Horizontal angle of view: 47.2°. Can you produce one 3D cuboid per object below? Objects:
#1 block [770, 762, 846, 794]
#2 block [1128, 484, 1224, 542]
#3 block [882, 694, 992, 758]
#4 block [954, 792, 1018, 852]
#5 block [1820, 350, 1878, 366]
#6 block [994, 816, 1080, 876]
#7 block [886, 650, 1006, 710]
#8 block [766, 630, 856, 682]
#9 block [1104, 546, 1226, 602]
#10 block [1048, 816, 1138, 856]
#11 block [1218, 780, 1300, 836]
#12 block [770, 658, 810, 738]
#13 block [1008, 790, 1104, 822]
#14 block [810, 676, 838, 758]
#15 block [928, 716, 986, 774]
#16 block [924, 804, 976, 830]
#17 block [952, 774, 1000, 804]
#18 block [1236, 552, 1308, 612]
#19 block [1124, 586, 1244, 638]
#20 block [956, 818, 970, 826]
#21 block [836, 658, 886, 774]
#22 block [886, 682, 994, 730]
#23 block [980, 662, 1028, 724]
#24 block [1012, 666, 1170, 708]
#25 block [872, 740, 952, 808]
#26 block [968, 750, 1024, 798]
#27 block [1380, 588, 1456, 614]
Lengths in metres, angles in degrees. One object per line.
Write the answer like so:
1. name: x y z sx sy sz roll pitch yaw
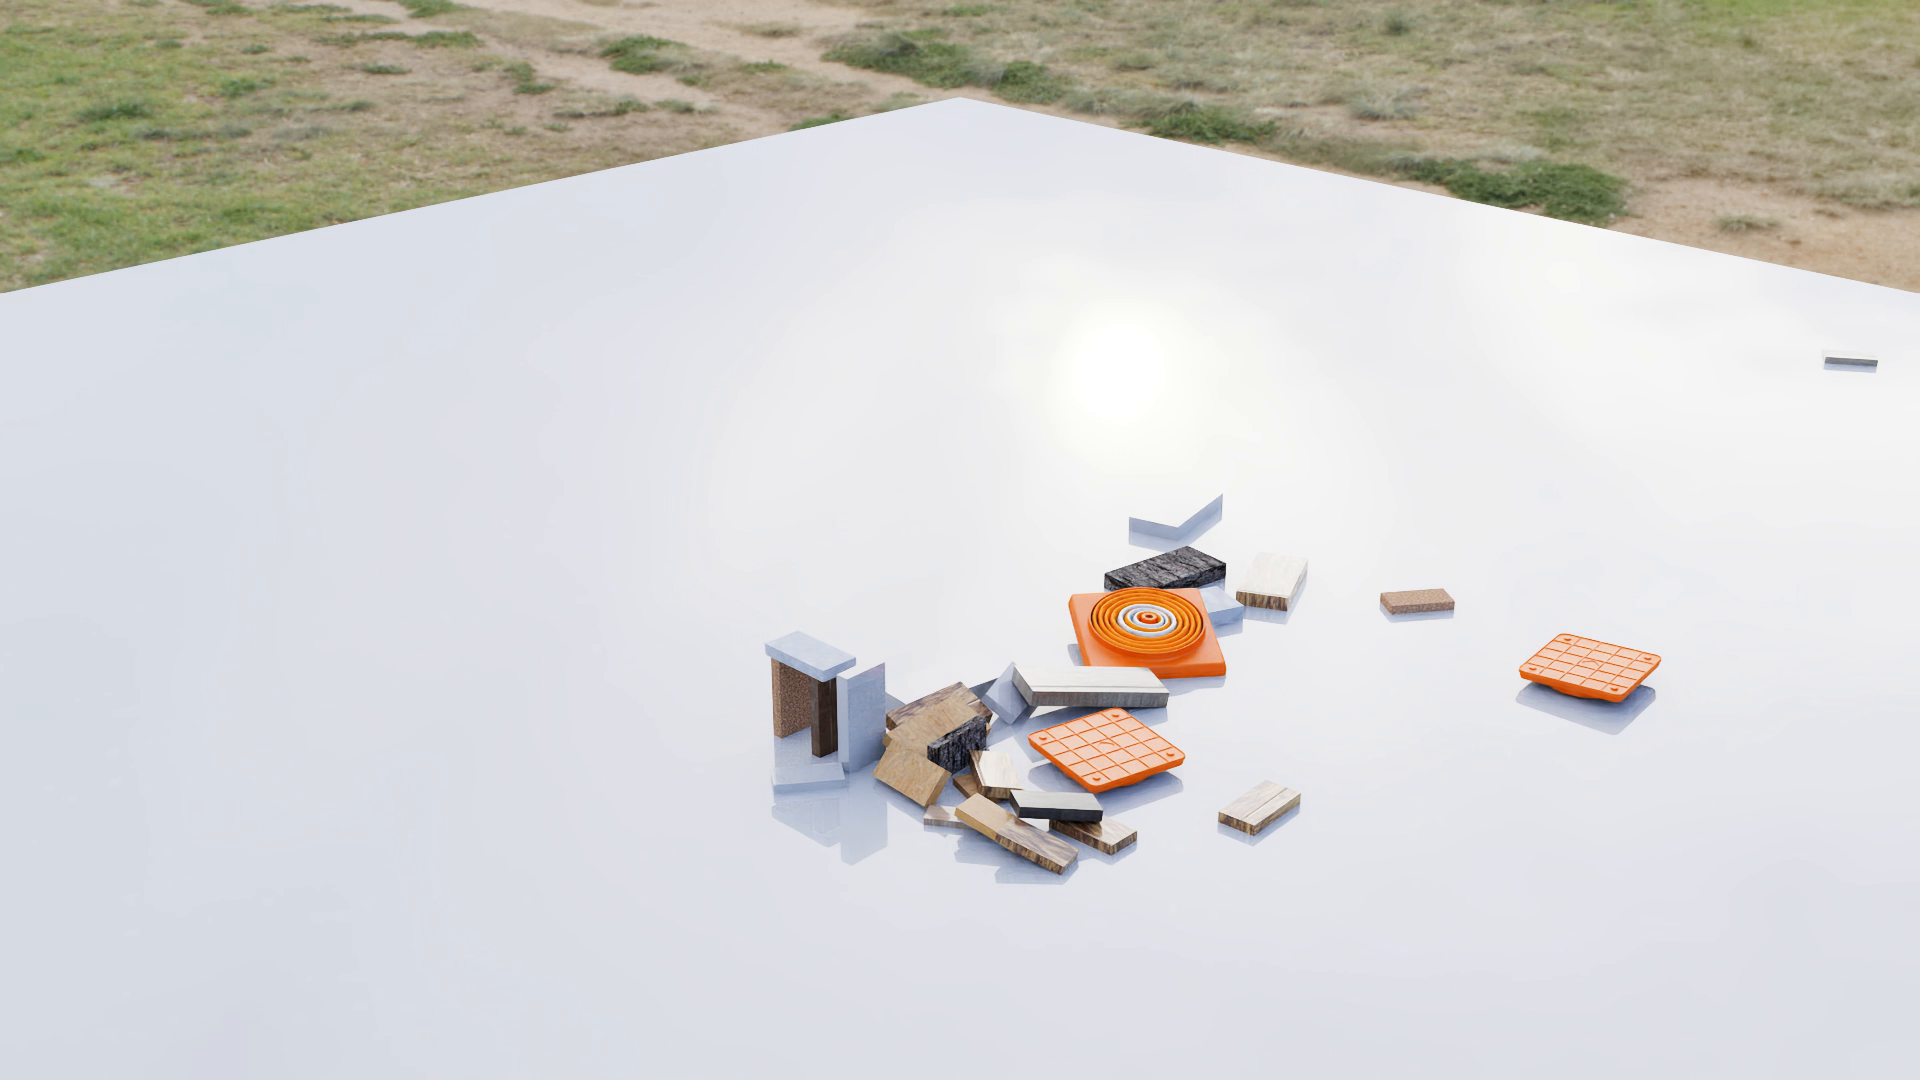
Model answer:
1. block: -0.316 0.494 4.569 0.149 0.021 0.074 -4 23 -9
2. block: 0.580 -0.077 5.890 0.142 0.040 0.283 13 26 28
3. block: -0.048 0.415 4.674 0.111 0.031 0.222 43 44 21
4. block: 0.070 0.559 4.356 0.149 0.021 0.074 29 32 24
5. block: 2.881 -0.590 7.123 0.161 0.023 0.081 5 23 11
6. block: 0.150 0.595 4.286 0.148 0.021 0.074 25 30 18
7. block: -0.036 0.329 4.934 0.283 0.040 0.142 -17 28 -35
8. block: -0.318 0.246 4.670 0.186 0.026 0.093 21 31 41
9. block: 0.514 0.088 5.501 0.283 0.040 0.142 -17 28 -34
10. block: 0.264 0.575 4.377 0.161 0.023 0.081 20 30 39
11. block: 0.607 0.541 4.454 0.086 0.024 0.172 18 29 36
12. block: -0.362 0.327 4.752 0.026 0.186 0.093 21 31 41
13. block: 0.191 0.530 4.386 0.172 0.024 0.086 4 15 -13
14. block: -0.274 0.361 4.671 0.026 0.186 0.093 21 31 41
15. block: -0.006 0.440 4.614 0.024 0.086 0.171 17 28 34
16. block: -0.013 0.558 4.425 0.111 0.016 0.055 5 23 11
17. block: 0.034 0.515 4.528 0.055 0.016 0.111 -11 25 -24
18. block: 0.778 0.102 5.474 0.128 0.036 0.256 8 24 18
19. block: 0.540 0.173 5.306 0.256 0.036 0.128 -10 25 -23
20. block: 0.056 0.563 4.384 0.111 0.016 0.055 24 31 20
21. block: -0.206 0.368 4.608 0.031 0.222 0.111 20 30 39
22. block: -0.047 0.386 4.761 0.222 0.031 0.111 -21 52 -40
23. block: 0.114 0.339 4.874 0.085 0.024 0.171 39 31 3
24. block: 0.289 0.325 4.880 0.325 0.036 0.128 2 22 -20
25. block: -0.100 0.482 4.523 0.171 0.086 0.024 25 -8 45
26. block: 0.072 0.485 4.556 0.086 0.024 0.172 6 19 -12
27. block: 1.119 0.150 5.379 0.161 0.023 0.081 -4 23 -9
